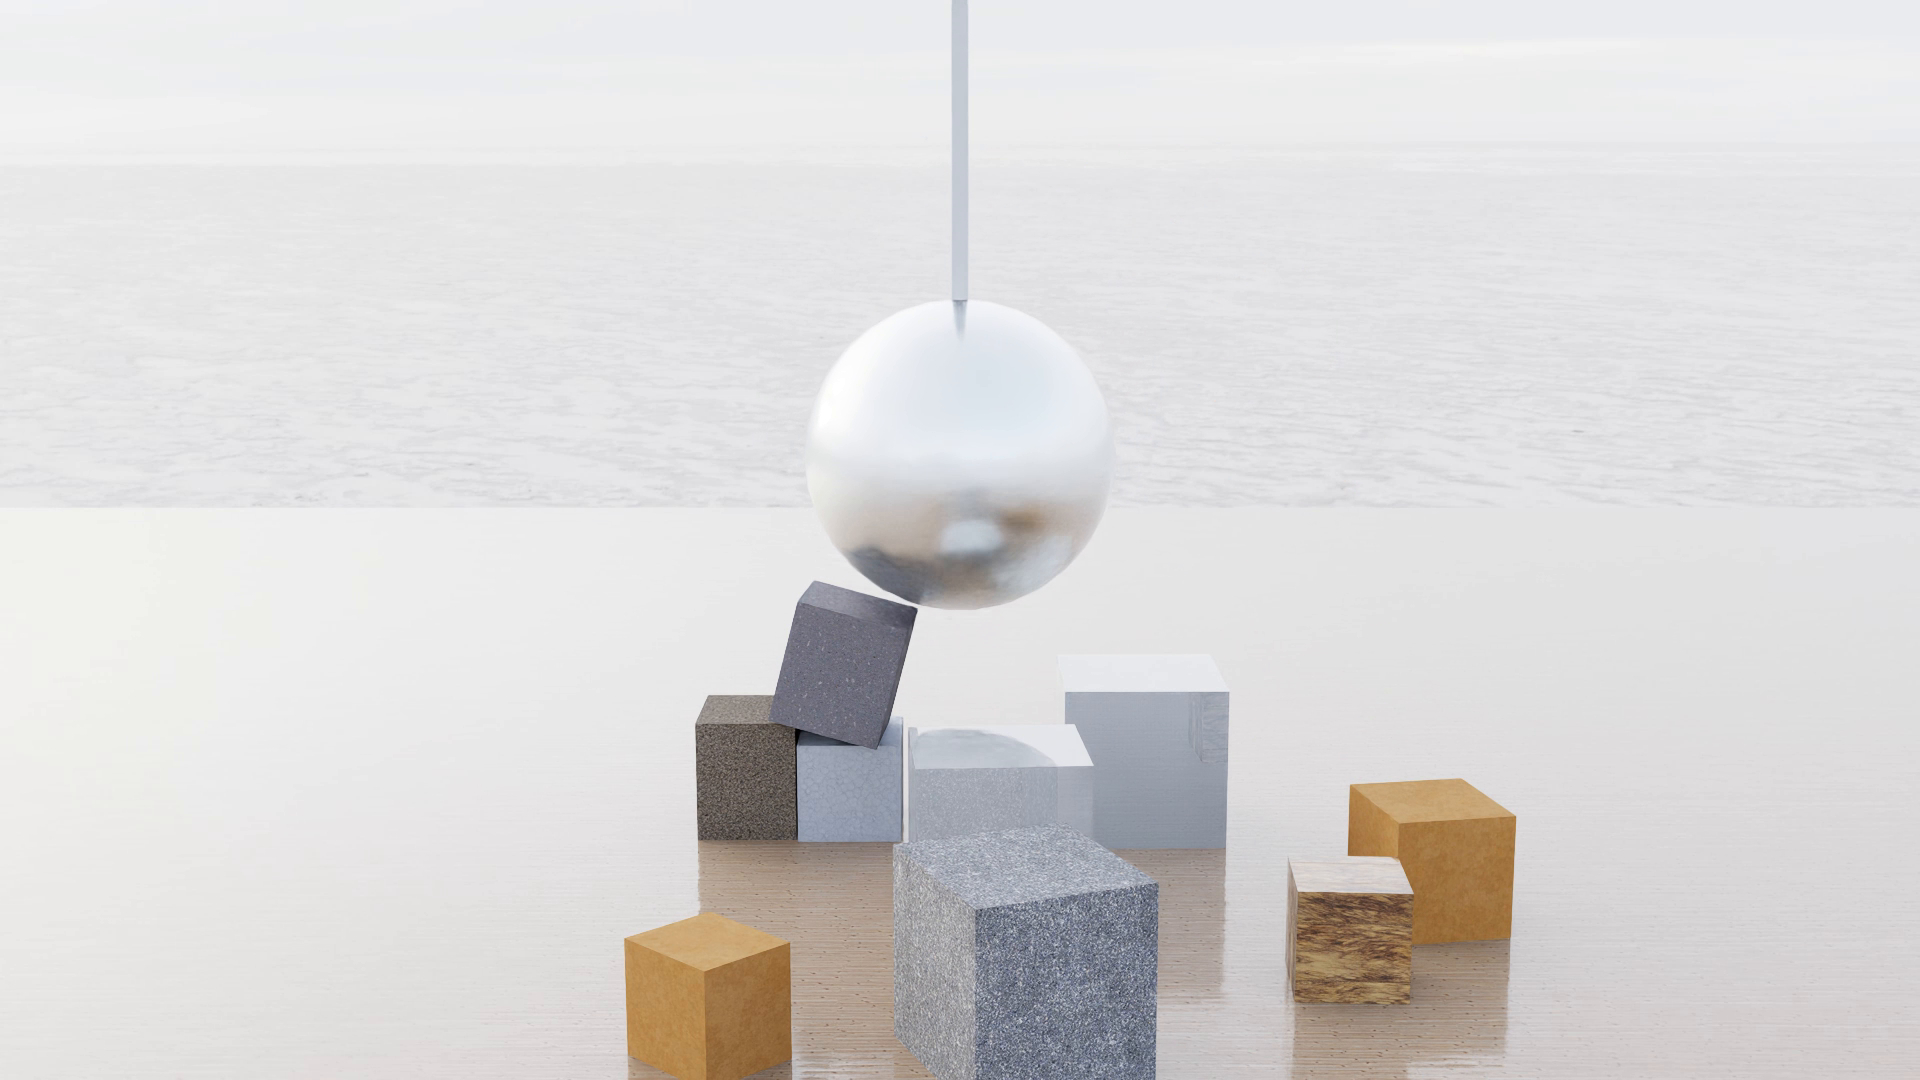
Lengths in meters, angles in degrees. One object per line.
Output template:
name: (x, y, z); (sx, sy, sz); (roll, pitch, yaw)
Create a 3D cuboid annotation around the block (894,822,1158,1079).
block: (0.238, 1.619, 8.442); (0.742, 0.793, 0.807); (-4, 11, -23)

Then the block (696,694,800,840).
block: (-1.083, 1.173, 11.411); (0.503, 0.610, 0.588); (0, 10, 0)

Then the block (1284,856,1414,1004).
block: (1.629, 1.633, 9.248); (0.469, 0.478, 0.466); (1, 10, 3)

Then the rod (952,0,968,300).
rod: (0.000, -3.760, 10.584); (0.080, 5.200, 0.080); (0, 12, 0)

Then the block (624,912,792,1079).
block: (-0.972, 1.772, 8.494); (0.489, 0.475, 0.421); (10, 14, 44)

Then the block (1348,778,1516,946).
block: (2.131, 1.453, 9.994); (0.548, 0.565, 0.602); (-2, 10, -11)

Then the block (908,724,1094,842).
block: (0.173, 1.322, 10.134); (0.790, 0.773, 0.704); (-1, 10, -4)

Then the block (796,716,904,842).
block: (-0.561, 1.231, 11.394); (0.522, 0.502, 0.584); (0, 10, 0)

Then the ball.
ball: (0.000, -0.437, 11.302); (1.600, 1.600, 1.600); (0, 10, 0)

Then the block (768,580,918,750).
block: (-0.588, 0.628, 11.199); (0.562, 0.632, 0.540); (15, 11, 2)

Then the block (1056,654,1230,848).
block: (0.925, 1.079, 11.364); (0.817, 0.812, 0.803); (0, 10, 0)
